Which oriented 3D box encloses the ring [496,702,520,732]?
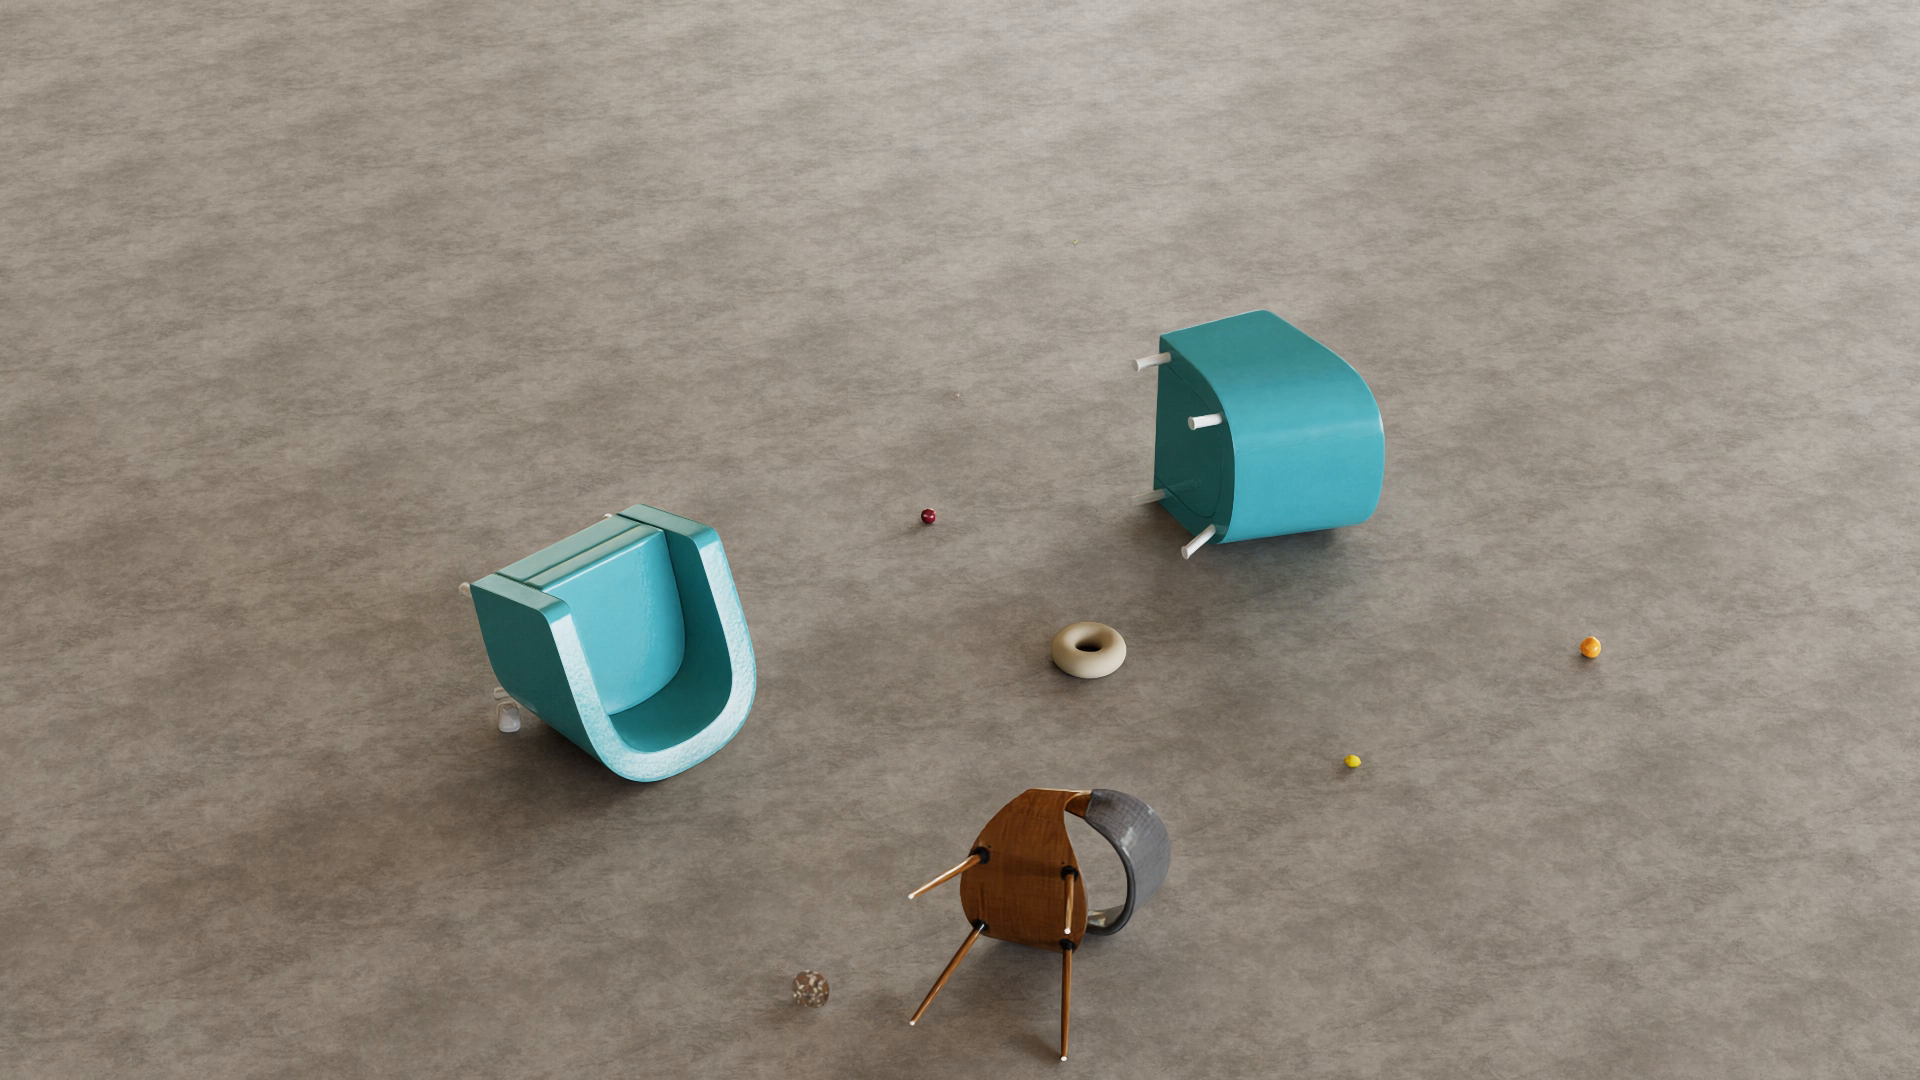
[{"bbox_3d":[-1.533,0.601,9.960,0.074,0.083,0.121,-3,47,-14],"label":"ring"}]

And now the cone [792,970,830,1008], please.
[{"bbox_3d":[-0.434,1.351,8.851,0.127,0.111,0.085,24,6,19],"label":"cone"}]

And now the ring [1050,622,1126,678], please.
[{"bbox_3d":[0.451,0.385,10.278,0.264,0.092,0.272,10,35,13],"label":"ring"}]
